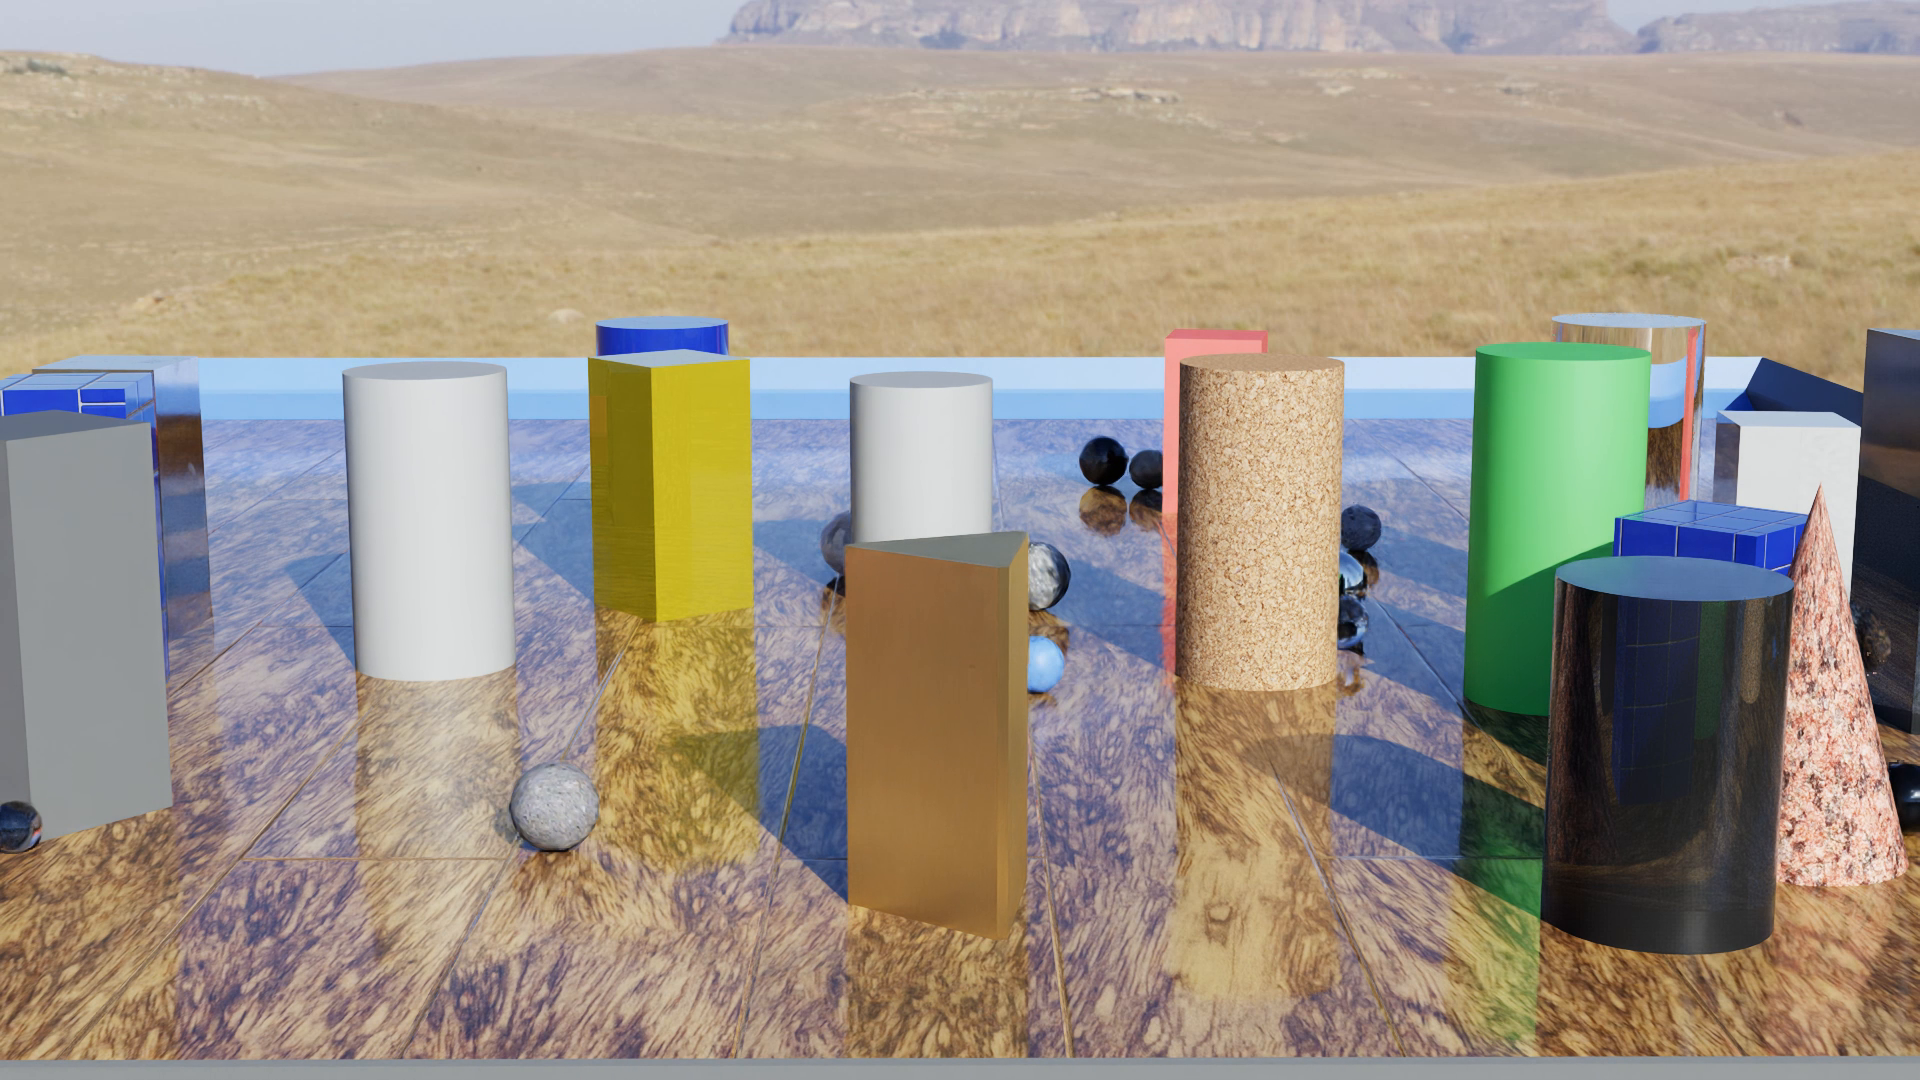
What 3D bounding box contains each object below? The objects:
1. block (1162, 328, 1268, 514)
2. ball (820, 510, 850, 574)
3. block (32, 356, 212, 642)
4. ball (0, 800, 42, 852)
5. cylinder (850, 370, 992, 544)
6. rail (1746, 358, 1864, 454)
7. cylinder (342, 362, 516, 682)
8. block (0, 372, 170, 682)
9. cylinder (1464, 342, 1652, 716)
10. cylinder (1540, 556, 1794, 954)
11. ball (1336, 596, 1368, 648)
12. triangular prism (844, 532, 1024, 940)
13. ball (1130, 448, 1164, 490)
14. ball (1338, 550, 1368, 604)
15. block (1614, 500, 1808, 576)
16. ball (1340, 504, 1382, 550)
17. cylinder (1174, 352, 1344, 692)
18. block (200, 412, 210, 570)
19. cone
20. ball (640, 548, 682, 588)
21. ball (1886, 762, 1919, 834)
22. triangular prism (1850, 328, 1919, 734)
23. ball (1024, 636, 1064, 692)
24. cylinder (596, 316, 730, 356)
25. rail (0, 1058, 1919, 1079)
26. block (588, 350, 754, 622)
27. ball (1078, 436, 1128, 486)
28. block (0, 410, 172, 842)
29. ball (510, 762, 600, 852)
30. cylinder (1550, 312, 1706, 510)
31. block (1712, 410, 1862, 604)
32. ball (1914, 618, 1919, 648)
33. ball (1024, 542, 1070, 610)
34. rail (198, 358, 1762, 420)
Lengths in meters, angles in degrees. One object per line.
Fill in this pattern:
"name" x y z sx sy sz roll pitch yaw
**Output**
"block" 0.424 -0.198 4.255 0.156 0.287 0.156 2 11 10
"ball" -0.156 0.005 3.698 0.093 0.093 0.093 0 11 0
"block" -1.081 -0.056 3.320 0.156 0.350 0.156 1 11 3
"ball" -0.884 0.268 2.401 0.048 0.048 0.048 0 11 0
"cylinder" -0.053 -0.069 3.517 0.195 0.304 0.195 0 11 0
"rail" 1.652 0.031 3.458 0.045 0.127 3.810 0 11 0
"cylinder" -0.646 -0.027 3.131 0.195 0.362 0.195 0 11 0
"block" -1.017 0.001 2.961 0.156 0.370 0.156 -1 11 -6
"cylinder" 0.687 -0.016 2.959 0.195 0.404 0.195 0 11 0
"cylinder" 0.603 0.179 2.194 0.195 0.299 0.195 0 11 0
"ball" 0.481 0.103 3.236 0.068 0.068 0.068 0 11 0
"triangular prism" 0.013 0.160 2.239 0.169 0.320 0.146 8 13 36
"ball" 0.329 -0.123 4.446 0.071 0.071 0.071 0 11 0
"ball" 0.489 0.060 3.385 0.098 0.098 0.098 0 11 0
"block" 0.783 0.108 2.663 0.156 0.267 0.156 10 14 43
"ball" 0.603 -0.018 3.887 0.070 0.070 0.070 0 11 0
"cylinder" 0.359 -0.026 3.081 0.195 0.378 0.195 0 11 0
"block" -1.173 -0.055 3.601 0.156 0.247 0.156 4 11 21
"cone" 0.783 0.120 2.366 0.195 0.352 0.195 0 11 0
"ball" -0.420 0.040 3.606 0.056 0.056 0.056 0 11 0
"ball" 0.904 0.248 2.456 0.068 0.068 0.068 0 11 0
"triangular prism" 1.075 -0.017 2.890 0.169 0.431 0.146 -8 13 -36
"ball" 0.089 0.146 3.010 0.067 0.067 0.067 0 11 0
"cylinder" -0.438 -0.147 3.804 0.195 0.352 0.195 0 11 0
"rail" 0.011 0.376 1.599 3.352 0.127 0.045 0 11 0
"block" -0.391 -0.078 3.469 0.156 0.338 0.156 -9 14 -39
"ball" 0.251 -0.138 4.487 0.086 0.086 0.086 0 11 0
"block" -0.892 0.078 2.501 0.156 0.385 0.156 8 13 36
"ball" -0.380 0.250 2.404 0.083 0.083 0.083 0 11 0
"cylinder" 0.864 -0.087 3.350 0.195 0.400 0.195 0 11 0
"block" 1.117 -0.038 3.485 0.156 0.255 0.156 1 11 5
"ball" 1.215 0.116 3.169 0.068 0.068 0.068 0 11 0
"ball" 0.103 0.049 3.461 0.093 0.093 0.093 0 11 0
"rail" -0.011 -0.311 5.299 3.352 0.127 0.045 0 11 0
